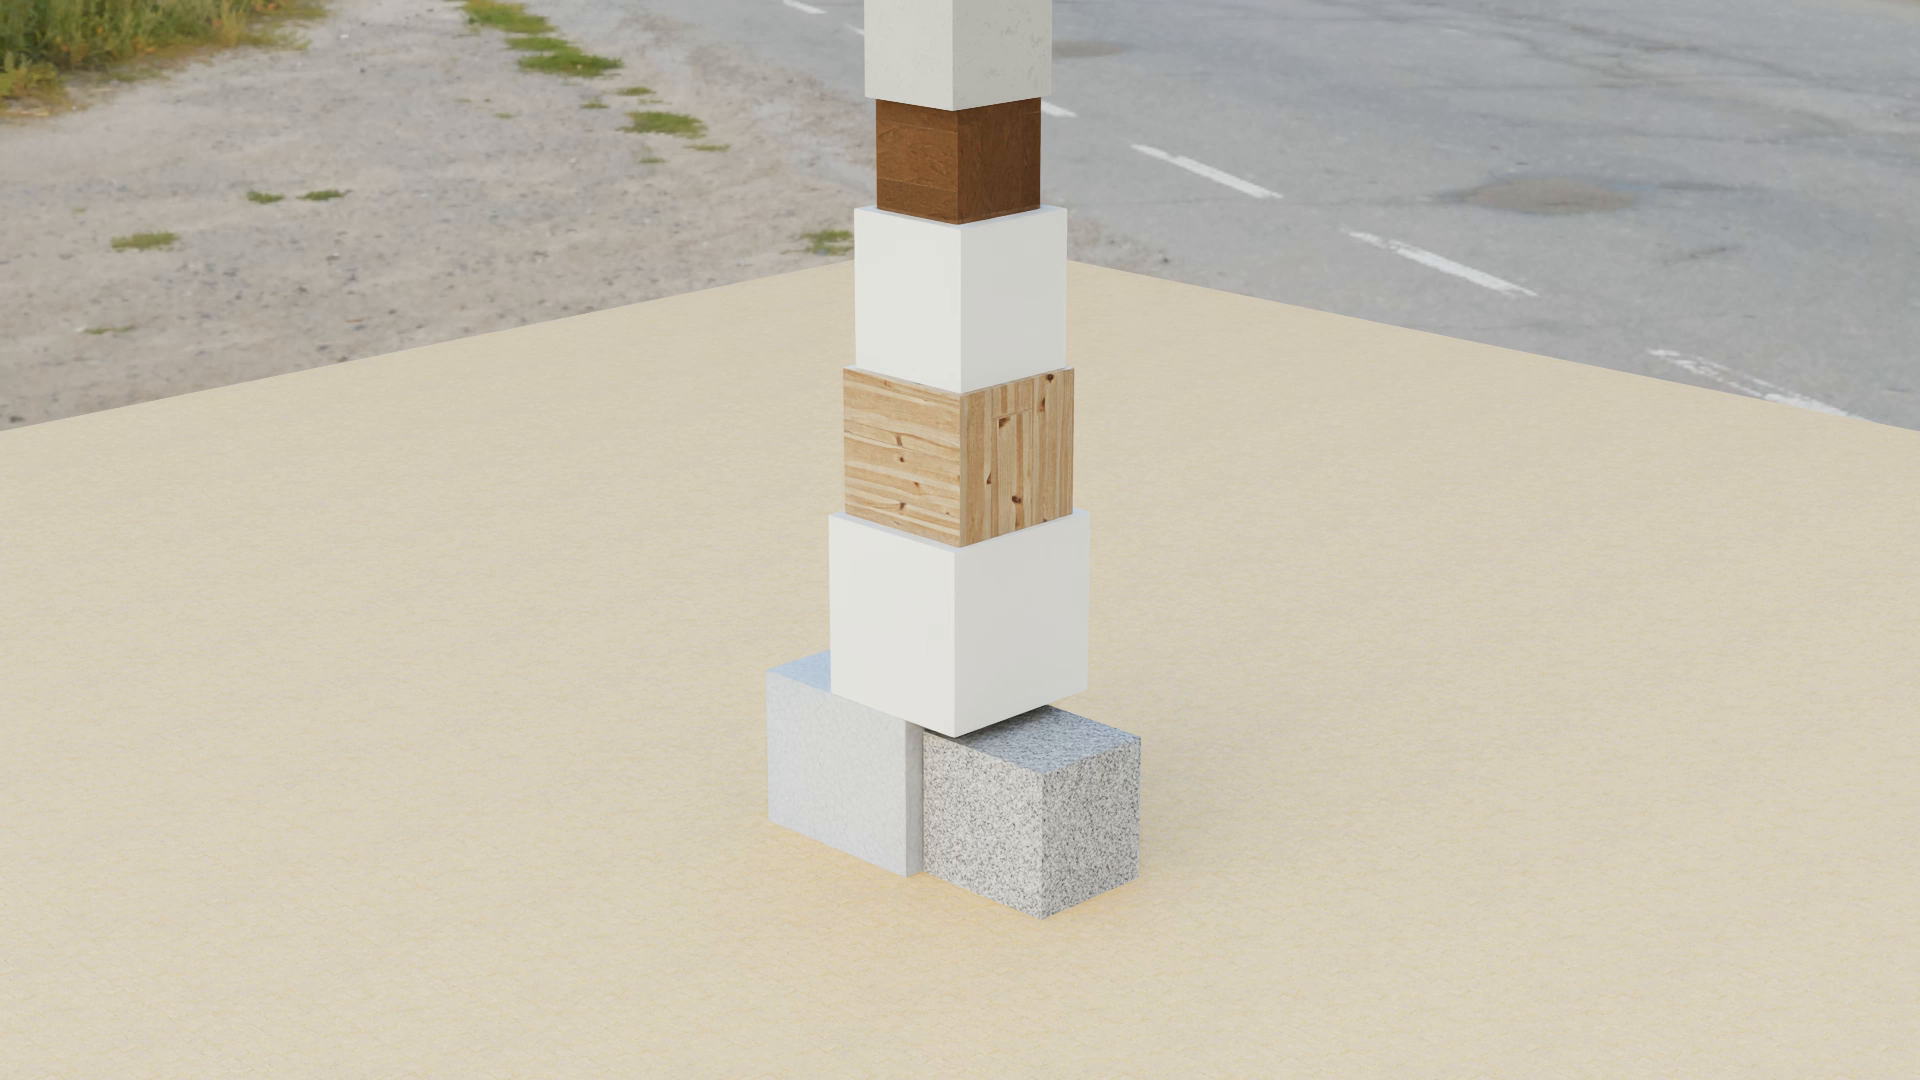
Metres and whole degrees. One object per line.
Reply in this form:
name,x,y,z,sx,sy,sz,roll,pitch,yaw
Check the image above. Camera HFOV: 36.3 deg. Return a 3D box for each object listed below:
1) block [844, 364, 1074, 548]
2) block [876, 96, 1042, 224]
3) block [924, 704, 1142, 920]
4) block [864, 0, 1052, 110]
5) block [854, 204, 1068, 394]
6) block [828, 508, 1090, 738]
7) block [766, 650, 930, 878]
block,-0.006,-0.445,13.196,0.724,0.682,0.736,-17,24,-42
block,-0.007,-1.691,12.803,0.512,0.496,0.503,-17,24,-42
block,0.325,1.206,13.352,0.645,0.692,0.744,-17,24,-42
block,-0.007,-2.193,12.645,0.605,0.557,0.537,-17,24,-42
block,0.003,-1.115,12.995,0.662,0.717,0.663,-17,24,-42
block,-0.002,0.289,13.431,0.872,0.859,0.806,-17,24,-42
block,-0.258,0.982,13.939,0.916,0.768,0.947,-17,24,-42
